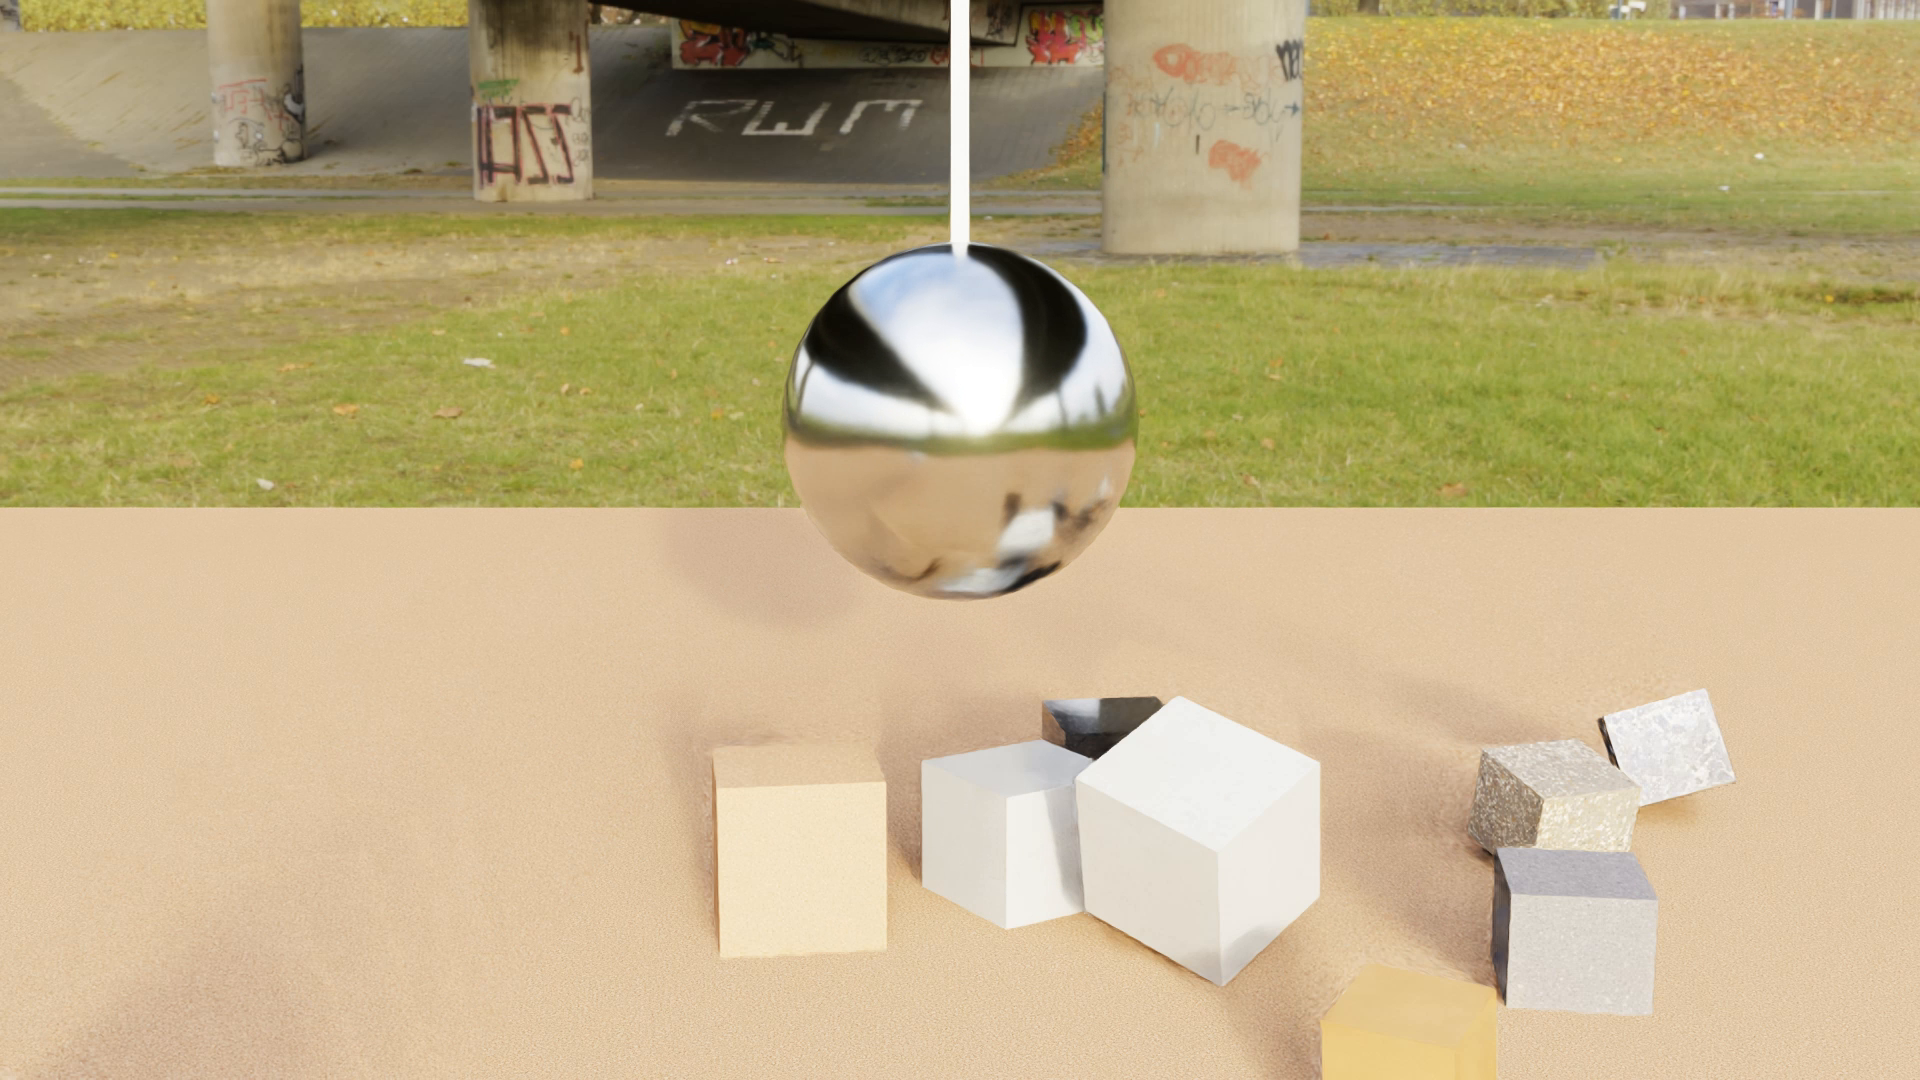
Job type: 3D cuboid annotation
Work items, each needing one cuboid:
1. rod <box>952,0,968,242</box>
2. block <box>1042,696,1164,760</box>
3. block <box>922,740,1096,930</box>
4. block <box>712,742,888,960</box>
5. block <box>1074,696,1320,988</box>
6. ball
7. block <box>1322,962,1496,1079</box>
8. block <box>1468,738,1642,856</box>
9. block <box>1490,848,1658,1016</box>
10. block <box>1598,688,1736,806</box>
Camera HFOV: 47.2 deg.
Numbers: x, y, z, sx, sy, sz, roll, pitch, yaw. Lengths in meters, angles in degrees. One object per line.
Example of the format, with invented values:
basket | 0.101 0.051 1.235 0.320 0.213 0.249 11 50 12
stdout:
rod | 0.000 -3.922 9.914 0.080 5.200 0.080 0 -2 0
block | 0.782 1.190 11.347 0.614 0.599 0.672 -1 10 -8
block | 0.302 1.365 10.326 0.692 0.619 0.706 -7 12 -33
block | -0.727 1.375 9.848 0.728 0.770 0.657 -1 10 -8
block | 1.028 1.280 9.439 0.754 0.765 0.695 24 45 37
ball | 0.000 -0.523 9.807 1.600 1.600 1.600 0 10 0
block | 1.592 1.862 7.766 0.474 0.498 0.452 6 20 31
block | 2.894 1.319 10.731 0.554 0.466 0.531 -4 23 -20
block | 2.562 1.631 9.215 0.577 0.493 0.609 1 10 7
block | 3.676 1.091 11.476 0.527 0.488 0.490 -17 -10 10
